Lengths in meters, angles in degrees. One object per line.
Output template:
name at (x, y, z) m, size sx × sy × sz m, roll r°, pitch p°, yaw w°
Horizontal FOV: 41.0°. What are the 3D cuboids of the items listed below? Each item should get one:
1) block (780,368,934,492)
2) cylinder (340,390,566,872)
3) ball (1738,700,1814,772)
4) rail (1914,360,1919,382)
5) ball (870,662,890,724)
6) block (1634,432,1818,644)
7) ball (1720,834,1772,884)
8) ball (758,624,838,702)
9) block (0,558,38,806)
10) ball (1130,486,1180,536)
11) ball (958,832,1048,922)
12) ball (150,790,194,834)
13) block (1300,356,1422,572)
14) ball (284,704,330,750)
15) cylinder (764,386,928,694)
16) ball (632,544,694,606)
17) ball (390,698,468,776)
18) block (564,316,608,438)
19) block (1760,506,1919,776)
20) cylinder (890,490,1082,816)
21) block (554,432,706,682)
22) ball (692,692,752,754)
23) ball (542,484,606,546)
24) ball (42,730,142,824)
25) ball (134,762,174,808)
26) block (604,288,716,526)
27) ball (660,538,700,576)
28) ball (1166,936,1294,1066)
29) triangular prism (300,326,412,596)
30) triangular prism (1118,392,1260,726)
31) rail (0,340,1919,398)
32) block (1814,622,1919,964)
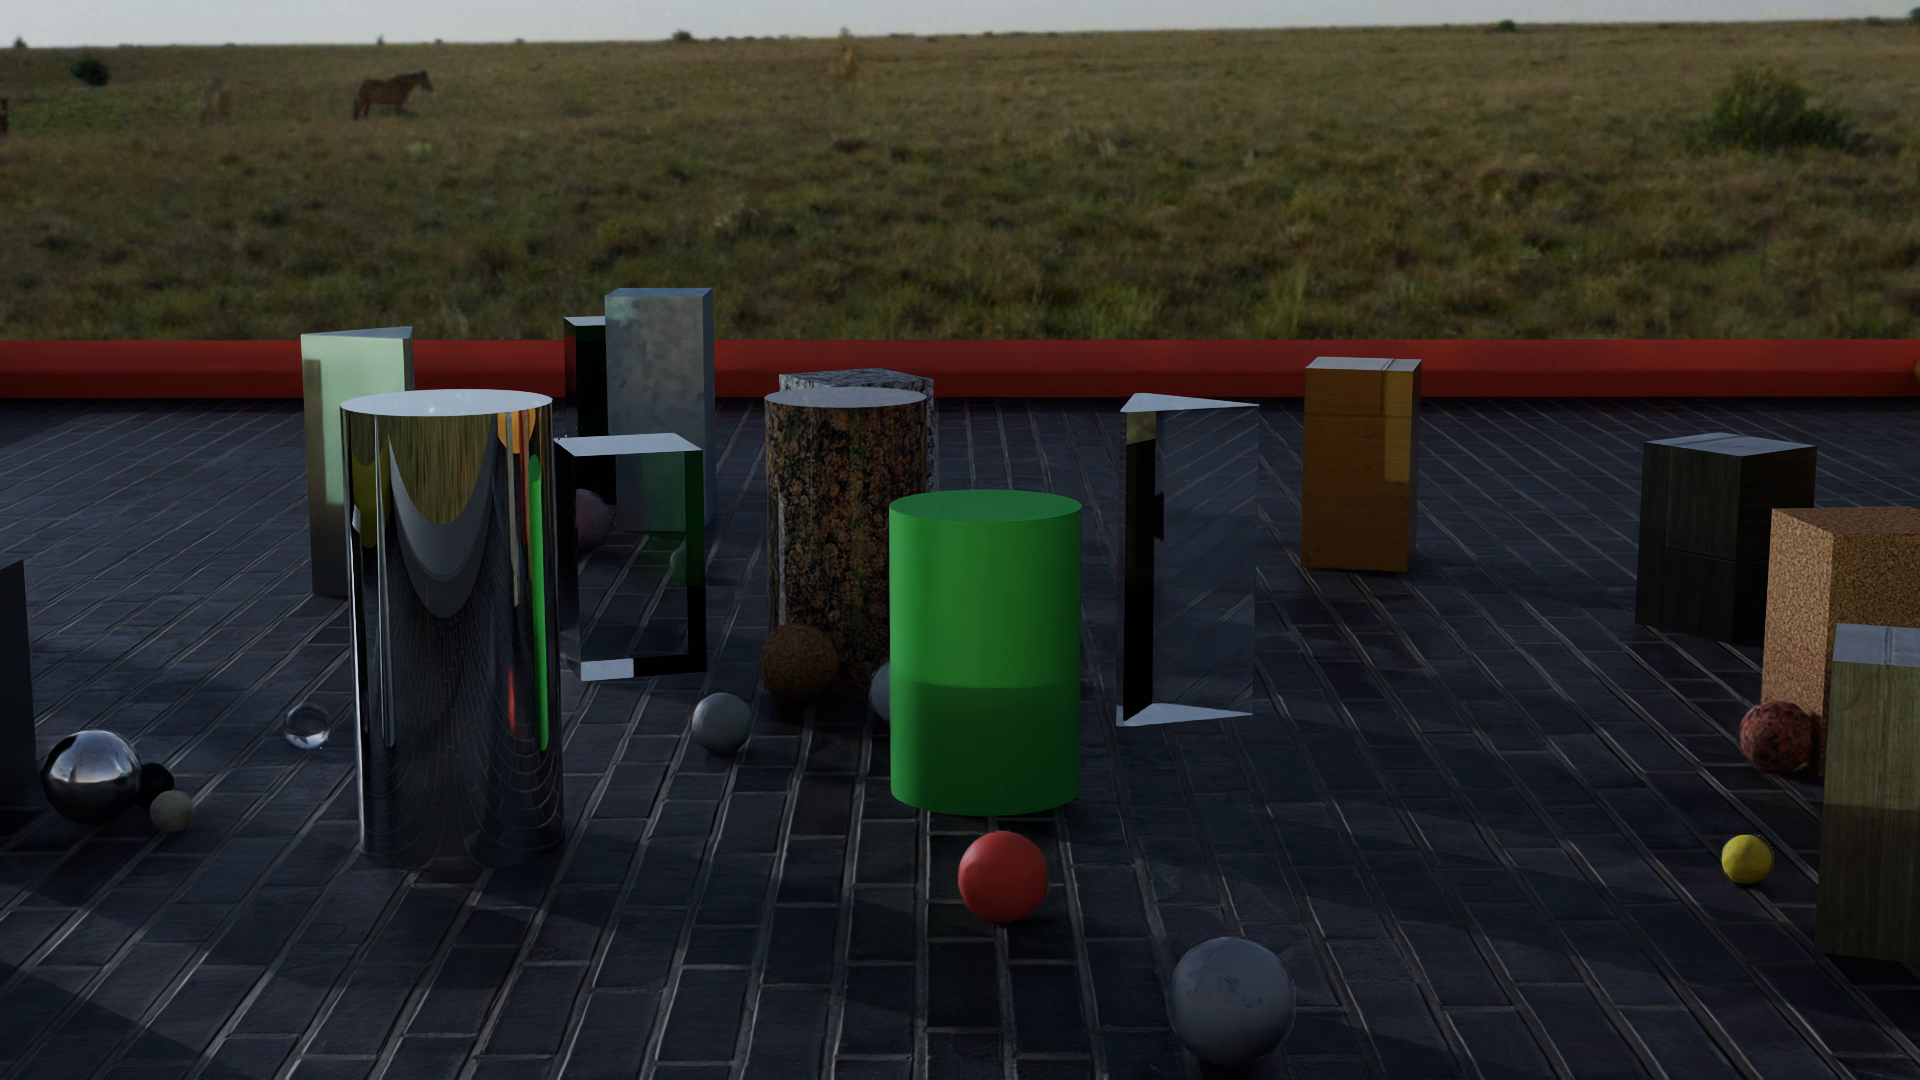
block at (-0.140, -0.067, 3.481) m, size 0.154 × 0.310 × 0.154 m, roll -6°, pitch 12°, yaw -30°
cylinder at (-0.472, 0.079, 2.397) m, size 0.192 × 0.419 × 0.192 m, roll 0°, pitch 11°, yaw 0°
ball at (0.849, 0.204, 2.667) m, size 0.075 × 0.075 × 0.075 m, roll 0°, pitch 11°, yaw 0°
rail at (2.126, 0.030, 3.461) m, size 0.045 × 0.125 × 4.491 m, roll 0°, pitch 11°, yaw 0°
ball at (-0.061, 0.169, 2.849) m, size 0.078 × 0.078 × 0.078 m, roll 0°, pitch 11°, yaw 0°
block at (0.997, -0.006, 3.342) m, size 0.154 × 0.241 × 0.154 m, roll -8°, pitch 13°, yaw -35°
ball at (0.706, 0.287, 2.304) m, size 0.045 × 0.045 × 0.045 m, roll 0°, pitch 11°, yaw 0°
ball at (-0.187, 0.142, 2.956) m, size 0.091 × 0.091 × 0.091 m, roll 0°, pitch 11°, yaw 0°
block at (-1.030, 0.146, 2.552) m, size 0.154 × 0.231 × 0.154 m, roll 0°, pitch 11°, yaw 1°
ball at (0.304, -0.046, 4.005) m, size 0.078 × 0.078 × 0.078 m, roll 0°, pitch 11°, yaw 0°
ball at (0.037, 0.289, 2.202) m, size 0.078 × 0.078 × 0.078 m, roll 0°, pitch 11°, yaw 0°
ball at (-0.754, 0.260, 2.457) m, size 0.042 × 0.042 × 0.042 m, roll 0°, pitch 11°, yaw 0°
block at (0.592, -0.115, 3.785) m, size 0.154 × 0.292 × 0.154 m, roll 3°, pitch 11°, yaw 14°
ball at (-0.701, 0.201, 2.755) m, size 0.049 × 0.049 × 0.049 m, roll 0°, pitch 11°, yaw 0°
cylinder at (-0.135, -0.003, 3.063) m, size 0.192 × 0.338 × 0.192 m, roll 0°, pitch 11°, yaw 0°
ball at (-0.403, 0.048, 3.486) m, size 0.083 × 0.083 × 0.083 m, roll 0°, pitch 11°, yaw 0°
ball at (-0.549, 0.204, 2.652) m, size 0.080 × 0.080 × 0.080 m, roll 0°, pitch 11°, yaw 0°
block at (-0.596, -0.236, 4.446) m, size 0.154 × 0.290 × 0.154 m, roll -3°, pitch 11°, yaw -16°
block at (0.958, 0.104, 2.716) m, size 0.154 × 0.254 × 0.154 m, roll -1°, pitch 11°, yaw -6°
cylinder at (0.025, 0.109, 2.581) m, size 0.192 × 0.293 × 0.192 m, roll 0°, pitch 11°, yaw 0°
block at (-0.404, 0.017, 3.133) m, size 0.154 × 0.271 × 0.154 m, roll -4°, pitch 11°, yaw -19°
ball at (-0.254, 0.195, 2.741) m, size 0.065 × 0.065 × 0.065 m, roll 0°, pitch 11°, yaw 0°
ball at (-0.587, -0.038, 3.908) m, size 0.096 × 0.096 × 0.096 m, roll 0°, pitch 11°, yaw 0°
ball at (-0.839, 0.229, 2.483) m, size 0.092 × 0.092 × 0.092 m, roll 0°, pitch 11°, yaw 0°
ball at (-0.802, 0.242, 2.540) m, size 0.046 × 0.046 × 0.046 m, roll 0°, pitch 11°, yaw 0°
block at (-0.480, -0.217, 4.137) m, size 0.154 × 0.365 × 0.154 m, roll 0°, pitch 11°, yaw 1°
ball at (-0.402, 0.025, 3.681) m, size 0.055 × 0.055 × 0.055 m, roll 0°, pitch 11°, yaw 0°
ball at (0.199, 0.339, 1.888) m, size 0.094 × 0.094 × 0.094 m, roll 0°, pitch 11°, yaw 0°
triangular prism at (-0.798, -0.110, 3.574) m, size 0.166 × 0.361 × 0.144 m, roll 4°, pitch 11°, yaw 19°
triangular prism at (0.230, 0.017, 2.915) m, size 0.166 × 0.353 × 0.144 m, roll -4°, pitch 11°, yaw -20°
rail at (-0.013, -0.374, 5.634) m, size 4.300 × 0.125 × 0.045 m, roll 0°, pitch 11°, yaw 0°
block at (0.807, 0.212, 2.152) m, size 0.154 × 0.248 × 0.154 m, roll 4°, pitch 11°, yaw 20°
